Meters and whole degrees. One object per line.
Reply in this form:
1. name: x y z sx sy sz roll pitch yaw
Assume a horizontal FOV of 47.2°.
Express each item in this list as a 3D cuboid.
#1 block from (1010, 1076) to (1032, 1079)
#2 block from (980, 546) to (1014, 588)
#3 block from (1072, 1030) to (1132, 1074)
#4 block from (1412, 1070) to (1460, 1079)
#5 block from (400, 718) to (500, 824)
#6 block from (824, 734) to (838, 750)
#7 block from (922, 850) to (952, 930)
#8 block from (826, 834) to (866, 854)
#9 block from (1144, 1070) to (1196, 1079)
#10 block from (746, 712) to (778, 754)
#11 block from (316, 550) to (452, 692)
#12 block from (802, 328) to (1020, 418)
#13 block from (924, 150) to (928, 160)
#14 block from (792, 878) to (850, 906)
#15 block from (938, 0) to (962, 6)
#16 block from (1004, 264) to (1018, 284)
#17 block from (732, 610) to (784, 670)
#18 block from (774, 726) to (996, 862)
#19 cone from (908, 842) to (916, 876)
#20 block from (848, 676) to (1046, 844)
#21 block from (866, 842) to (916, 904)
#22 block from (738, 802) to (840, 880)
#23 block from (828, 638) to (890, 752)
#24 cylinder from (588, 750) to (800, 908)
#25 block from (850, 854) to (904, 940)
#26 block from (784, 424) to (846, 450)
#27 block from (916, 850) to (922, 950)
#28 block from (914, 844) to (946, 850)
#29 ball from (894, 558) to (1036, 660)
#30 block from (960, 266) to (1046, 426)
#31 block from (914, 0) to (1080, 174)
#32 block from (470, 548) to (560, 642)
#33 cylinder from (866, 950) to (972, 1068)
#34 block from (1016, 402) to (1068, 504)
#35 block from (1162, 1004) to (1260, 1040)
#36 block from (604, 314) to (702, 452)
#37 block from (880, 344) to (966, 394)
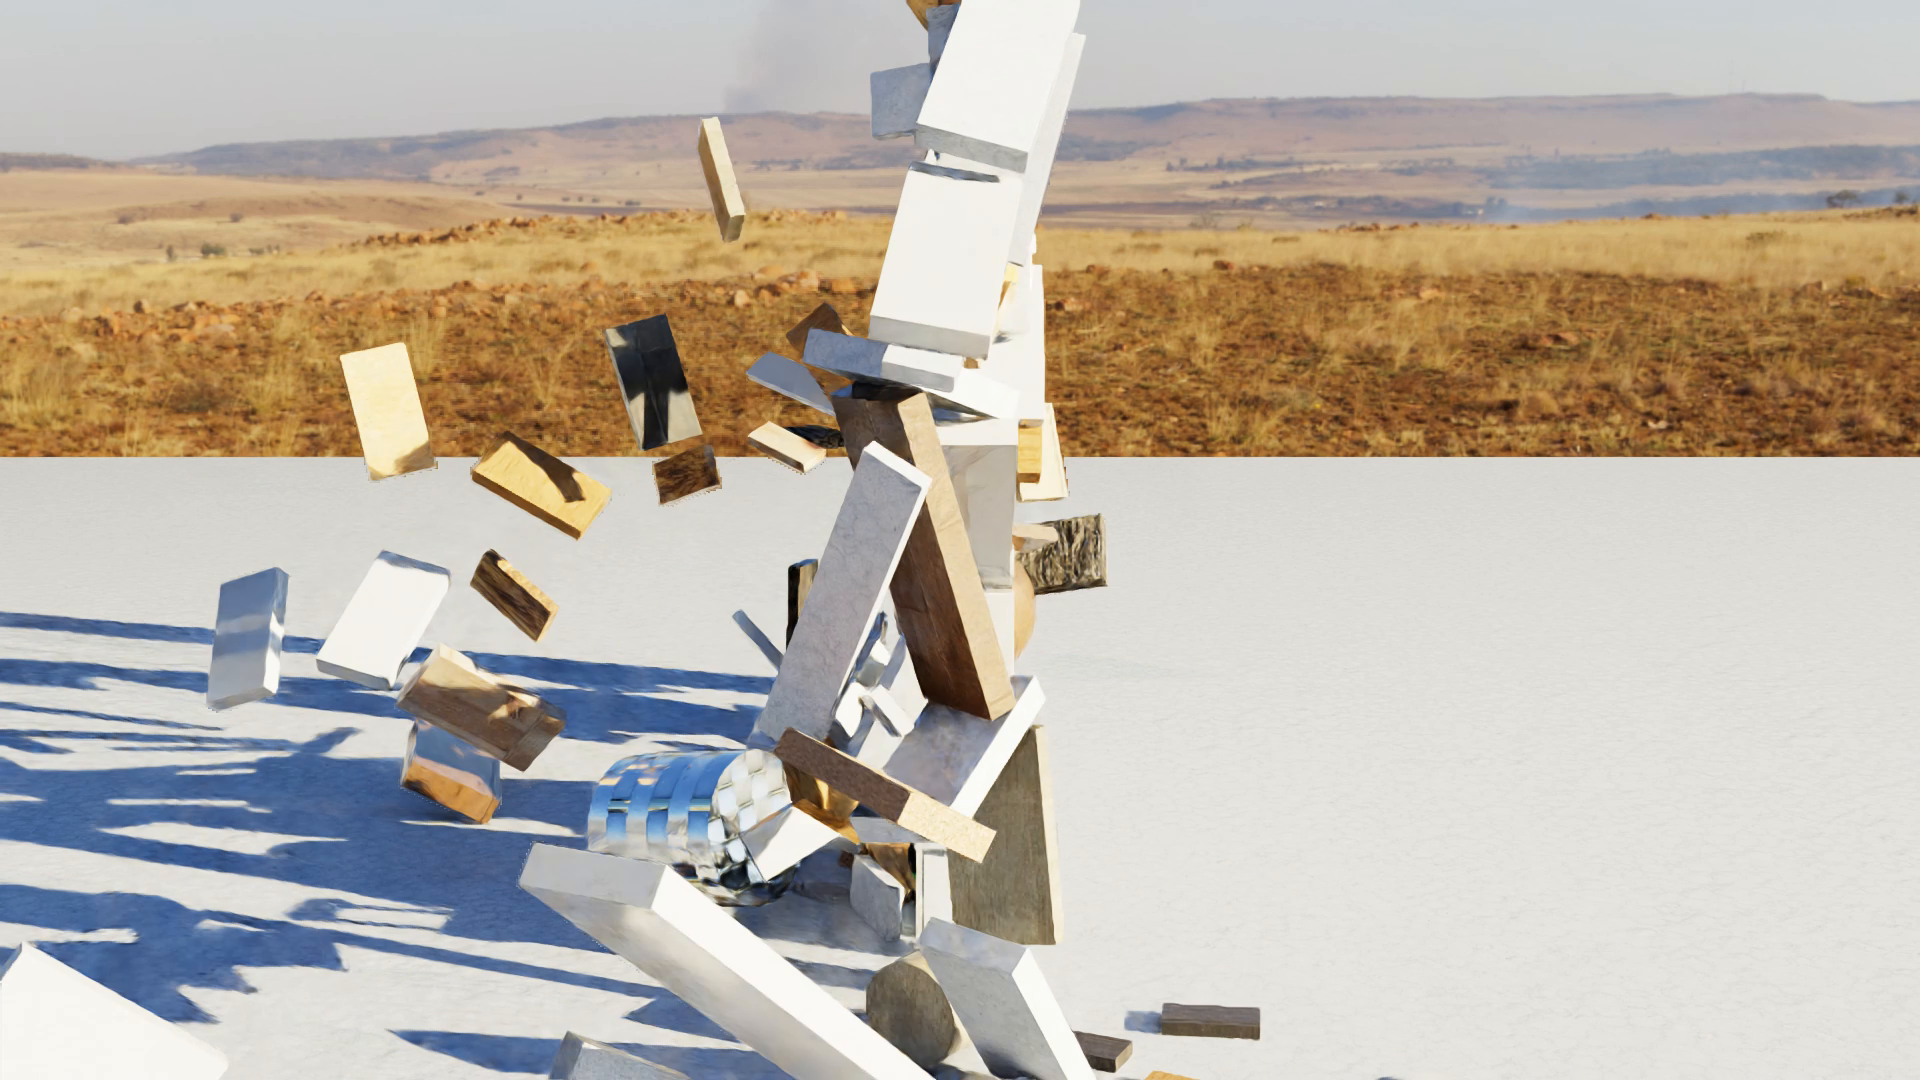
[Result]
1. block: 0.103 0.725 2.799 0.062 0.017 0.123 4 17 -42
2. block: -0.004 0.069 3.332 0.157 0.044 0.314 0 -15 -2
3. block: 0.161 0.699 3.026 0.139 0.020 0.069 5 12 24
4. block: 0.654 0.729 2.868 0.139 0.020 0.069 8 13 37
5. block: -0.962 0.428 4.168 0.172 0.049 0.345 28 4 -15
6. block: -0.166 0.388 4.044 0.172 0.049 0.345 10 -26 44
7. block: 0.005 0.553 3.212 0.119 0.239 0.034 -1 15 -5
8. block: -0.175 0.457 3.684 0.086 0.024 0.171 18 33 15
9. block: 0.299 0.727 2.884 0.123 0.017 0.062 6 12 29
10. block: -0.259 0.384 4.392 0.347 0.026 0.091 -4 46 24
11. block: -1.052 0.146 4.027 0.136 0.039 0.273 16 49 5
12. block: -0.059 -0.212 2.860 0.156 0.044 0.311 13 0 26
13. block: 0.002 -0.697 4.073 0.129 0.258 0.037 26 52 3
14. block: -0.227 0.585 3.657 0.094 0.013 0.047 8 13 38
15. block: 0.045 -0.676 3.125 0.128 0.256 0.036 6 45 14
16. block: 0.004 -0.373 3.009 0.080 0.023 0.160 3 -3 32
17. block: -0.396 0.223 4.515 0.026 0.183 0.091 -42 -6 -9
18. block: -0.097 0.312 2.717 0.144 0.041 0.287 31 -7 -37
19. cone: 0.058 0.570 3.476 0.242 0.242 0.242 -2 38 -12
20. block: -0.014 0.287 2.906 0.147 0.042 0.293 -4 33 33
21. block: -0.100 0.526 3.668 0.085 0.024 0.171 -16 47 -17
22. block: -0.228 0.403 3.045 0.142 0.071 0.020 -31 13 -16
23. block: -0.125 0.353 3.901 0.049 0.345 0.172 1 46 36
24. cylinder: -0.423 0.466 3.546 0.248 0.248 0.248 -6 6 32
25. block: -0.134 0.572 3.527 0.024 0.086 0.171 2 9 -23
26. block: -0.288 -0.202 4.348 0.085 0.024 0.170 16 12 24
27. block: -0.006 0.525 3.365 0.119 0.239 0.034 0 12 0
28. block: -0.006 0.405 3.258 0.119 0.034 0.238 0 10 0
29. ball: 0.011 0.140 4.465 0.290 0.290 0.290 0 11 0
30. block: 0.061 -0.285 3.209 0.120 0.239 0.034 2 -17 -6
31. block: 0.051 -0.610 2.842 0.146 0.292 0.041 15 -32 3
32. block: -0.878 0.110 4.330 0.183 0.091 0.026 40 36 9
33. cylinder: -0.027 0.632 3.035 0.148 0.148 0.148 7 13 34
34. block: 0.142 -0.166 4.177 0.093 0.185 0.026 -5 -11 -20
35. block: 0.356 0.682 3.117 0.139 0.020 0.069 1 11 7
36. block: -0.565 -0.289 4.045 0.115 0.230 0.033 -18 5 -20
37. block: -0.032 -0.249 2.688 0.090 0.025 0.179 13 40 5
